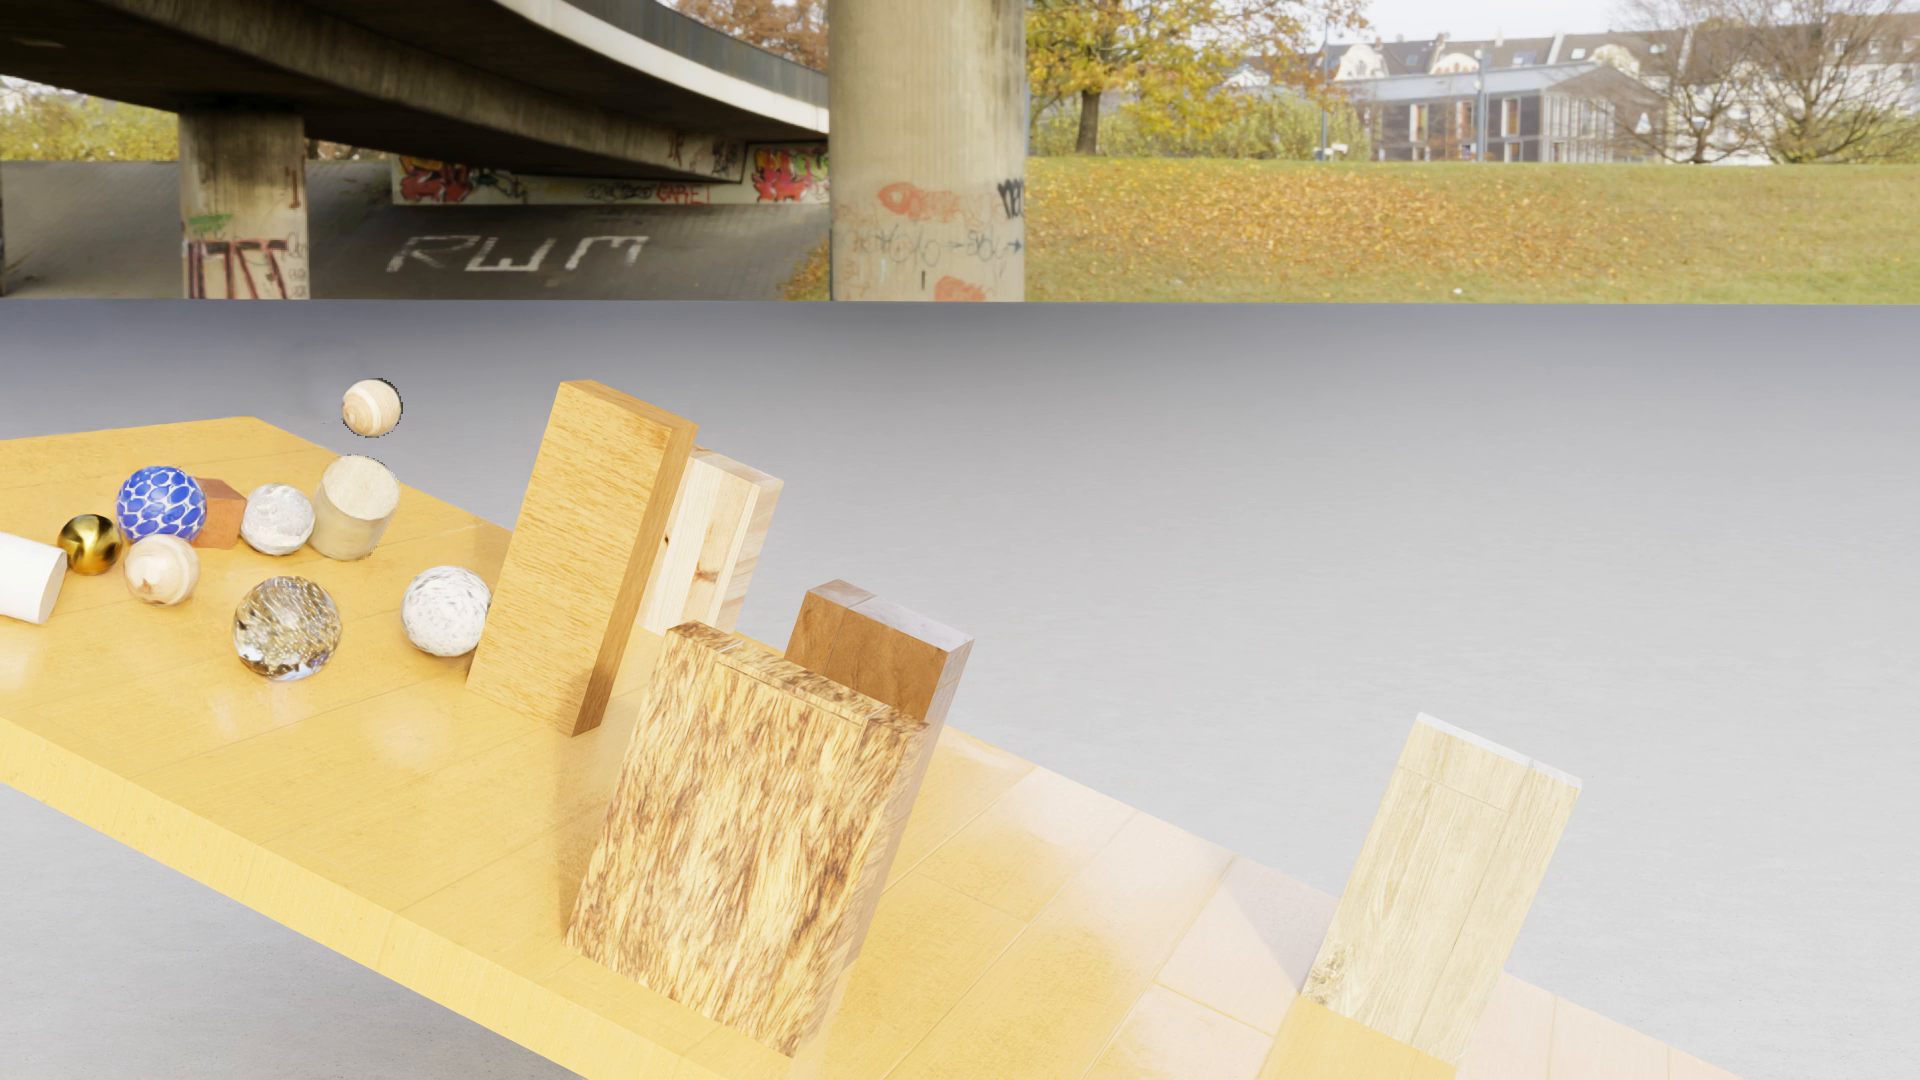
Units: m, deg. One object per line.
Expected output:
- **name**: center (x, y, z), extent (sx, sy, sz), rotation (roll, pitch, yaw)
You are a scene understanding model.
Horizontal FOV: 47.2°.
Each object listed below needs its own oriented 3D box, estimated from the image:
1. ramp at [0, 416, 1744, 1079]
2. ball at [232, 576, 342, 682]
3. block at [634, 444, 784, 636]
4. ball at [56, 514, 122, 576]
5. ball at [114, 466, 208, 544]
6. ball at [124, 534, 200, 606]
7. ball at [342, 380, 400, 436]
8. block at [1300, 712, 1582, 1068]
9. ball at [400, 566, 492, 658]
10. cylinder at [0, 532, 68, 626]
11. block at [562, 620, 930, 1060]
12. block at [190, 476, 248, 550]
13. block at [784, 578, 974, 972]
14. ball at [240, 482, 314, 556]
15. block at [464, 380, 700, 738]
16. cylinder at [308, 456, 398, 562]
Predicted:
- **ramp**: center (-0.329, 0.598, 4.208), extent (4.000, 0.100, 2.000), rotation (23, 13, 13)
- **ball**: center (-1.225, 0.161, 4.007), extent (0.193, 0.193, 0.193), rotation (0, 7, 0)
- **block**: center (-0.657, -0.005, 5.085), extent (0.363, 0.416, 0.141), rotation (23, 13, 13)
- **ball**: center (-1.653, 0.008, 4.178), extent (0.116, 0.116, 0.116), rotation (0, 7, 0)
- **ball**: center (-1.605, -0.062, 4.419), extent (0.175, 0.175, 0.175), rotation (0, 7, 0)
- **ball**: center (-1.506, 0.056, 4.150), extent (0.138, 0.138, 0.138), rotation (0, 7, 0)
- **ball**: center (-1.286, -0.289, 4.804), extent (0.123, 0.123, 0.123), rotation (0, 7, 0)
- **block**: center (0.919, 0.669, 4.214), extent (0.325, 0.595, 0.086), rotation (23, 13, 13)
- **ball**: center (-1.004, 0.139, 4.306), extent (0.180, 0.180, 0.180), rotation (0, 7, 0)
- **cylinder**: center (-1.666, 0.063, 3.868), extent (0.139, 0.139, 0.139), rotation (18, 4, -11)
- **block**: center (-0.330, 0.451, 3.344), extent (0.408, 0.537, 0.101), rotation (23, 13, 13)
- **block**: center (-1.576, -0.057, 4.578), extent (0.113, 0.113, 0.113), rotation (30, 16, 34)
- **block**: center (-0.209, 0.395, 3.636), extent (0.255, 0.596, 0.146), rotation (23, 13, 13)
- **ball**: center (-1.442, -0.044, 4.643), extent (0.154, 0.154, 0.154), rotation (0, 7, 0)
- **block**: center (-0.735, 0.035, 4.262), extent (0.243, 0.642, 0.126), rotation (23, 13, 13)
- **cylinder**: center (-1.317, -0.067, 4.749), extent (0.162, 0.162, 0.162), rotation (-5, -30, -38)
